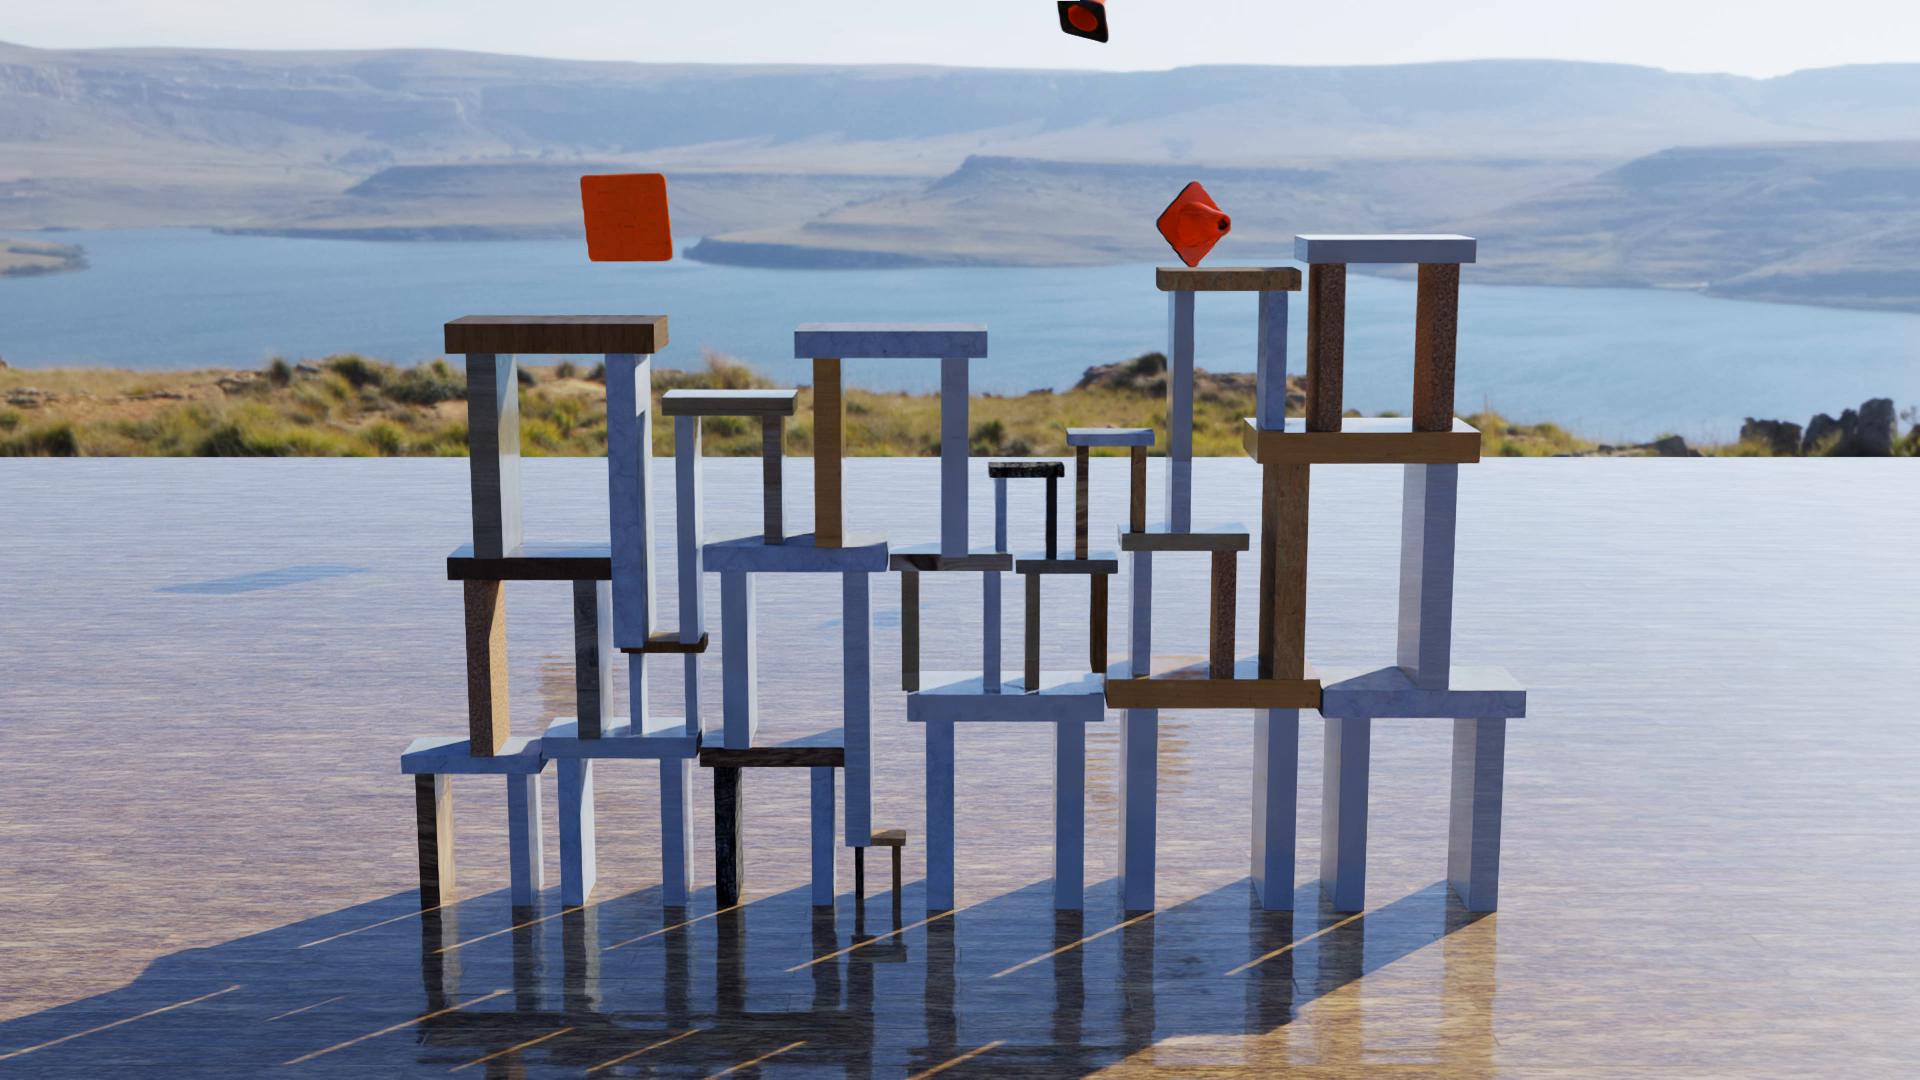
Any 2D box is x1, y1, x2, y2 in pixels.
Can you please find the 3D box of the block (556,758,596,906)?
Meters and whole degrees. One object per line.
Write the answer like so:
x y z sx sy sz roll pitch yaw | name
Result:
-0.636 0.466 3.651 0.035 0.250 0.125 0 11 0 | block

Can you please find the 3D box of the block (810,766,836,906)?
-0.226 0.474 3.650 0.033 0.236 0.118 0 11 0 | block

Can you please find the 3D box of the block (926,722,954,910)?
-0.032 0.434 3.643 0.045 0.317 0.158 0 11 0 | block

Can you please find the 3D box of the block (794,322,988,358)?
-0.107 -0.318 3.496 0.301 0.043 0.150 0 11 0 | block

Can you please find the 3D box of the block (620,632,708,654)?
-0.482 0.167 3.589 0.135 0.019 0.067 0 11 0 | block

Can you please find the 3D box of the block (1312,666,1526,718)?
0.744 0.248 3.603 0.325 0.046 0.162 0 11 0 | block

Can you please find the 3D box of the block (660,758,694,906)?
-0.469 0.466 3.651 0.035 0.250 0.125 0 11 0 | block

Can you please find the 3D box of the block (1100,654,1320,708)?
0.407 0.231 3.607 0.340 0.048 0.170 0 11 0 | block

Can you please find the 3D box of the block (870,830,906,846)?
-0.136 0.494 3.647 0.092 0.013 0.046 0 11 0 | block

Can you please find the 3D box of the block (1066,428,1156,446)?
0.241 -0.165 3.528 0.138 0.020 0.069 0 11 0 | block

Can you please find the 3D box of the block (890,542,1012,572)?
-0.014 0.027 3.564 0.197 0.028 0.099 0 11 0 | block

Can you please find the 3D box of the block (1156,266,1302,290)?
0.423 -0.414 3.482 0.219 0.031 0.109 0 11 0 | block

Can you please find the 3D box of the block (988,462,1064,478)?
0.106 -0.113 3.541 0.120 0.017 0.060 0 11 -2 | block

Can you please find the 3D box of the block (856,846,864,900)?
-0.167 0.546 3.657 0.013 0.092 0.046 0 11 0 | block

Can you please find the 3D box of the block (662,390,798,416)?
-0.367 -0.220 3.518 0.207 0.029 0.104 0 11 0 | block

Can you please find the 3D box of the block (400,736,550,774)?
-0.795 0.354 3.624 0.224 0.032 0.112 0 11 0 | block

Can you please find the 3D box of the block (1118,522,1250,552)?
0.360 -0.006 3.557 0.203 0.029 0.102 0 11 0 | block

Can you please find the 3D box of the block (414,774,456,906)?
-0.870 0.480 3.647 0.032 0.224 0.112 0 11 0 | block

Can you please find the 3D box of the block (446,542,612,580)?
-0.685 0.034 3.563 0.262 0.037 0.131 0 11 0 | block

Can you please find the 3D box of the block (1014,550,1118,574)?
0.171 0.036 3.566 0.164 0.023 0.082 0 11 0 | block

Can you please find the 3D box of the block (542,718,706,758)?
-0.553 0.326 3.625 0.250 0.035 0.125 0 11 0 | block

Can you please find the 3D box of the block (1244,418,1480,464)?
0.641 -0.160 3.534 0.349 0.049 0.175 0 11 0 | block

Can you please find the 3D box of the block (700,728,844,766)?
-0.305 0.341 3.625 0.236 0.033 0.118 0 11 0 | block

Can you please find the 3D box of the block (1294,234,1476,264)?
0.669 -0.460 3.474 0.262 0.037 0.131 0 11 0 | block

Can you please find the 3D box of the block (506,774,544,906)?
-0.720 0.480 3.647 0.032 0.224 0.112 0 11 0 | block

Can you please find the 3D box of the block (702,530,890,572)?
-0.263 0.018 3.566 0.292 0.041 0.146 0 11 0 | block

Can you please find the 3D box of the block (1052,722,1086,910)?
0.179 0.434 3.643 0.045 0.317 0.158 0 11 0 | block

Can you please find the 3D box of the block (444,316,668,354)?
-0.638 -0.328 3.498 0.326 0.046 0.163 0 11 0 | block

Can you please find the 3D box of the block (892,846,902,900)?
-0.105 0.546 3.657 0.013 0.092 0.046 0 11 0 | block

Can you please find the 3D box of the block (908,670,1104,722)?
0.073 0.256 3.610 0.317 0.045 0.158 0 11 0 | block

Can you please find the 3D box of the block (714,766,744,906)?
-0.383 0.474 3.650 0.033 0.236 0.118 0 11 0 | block
